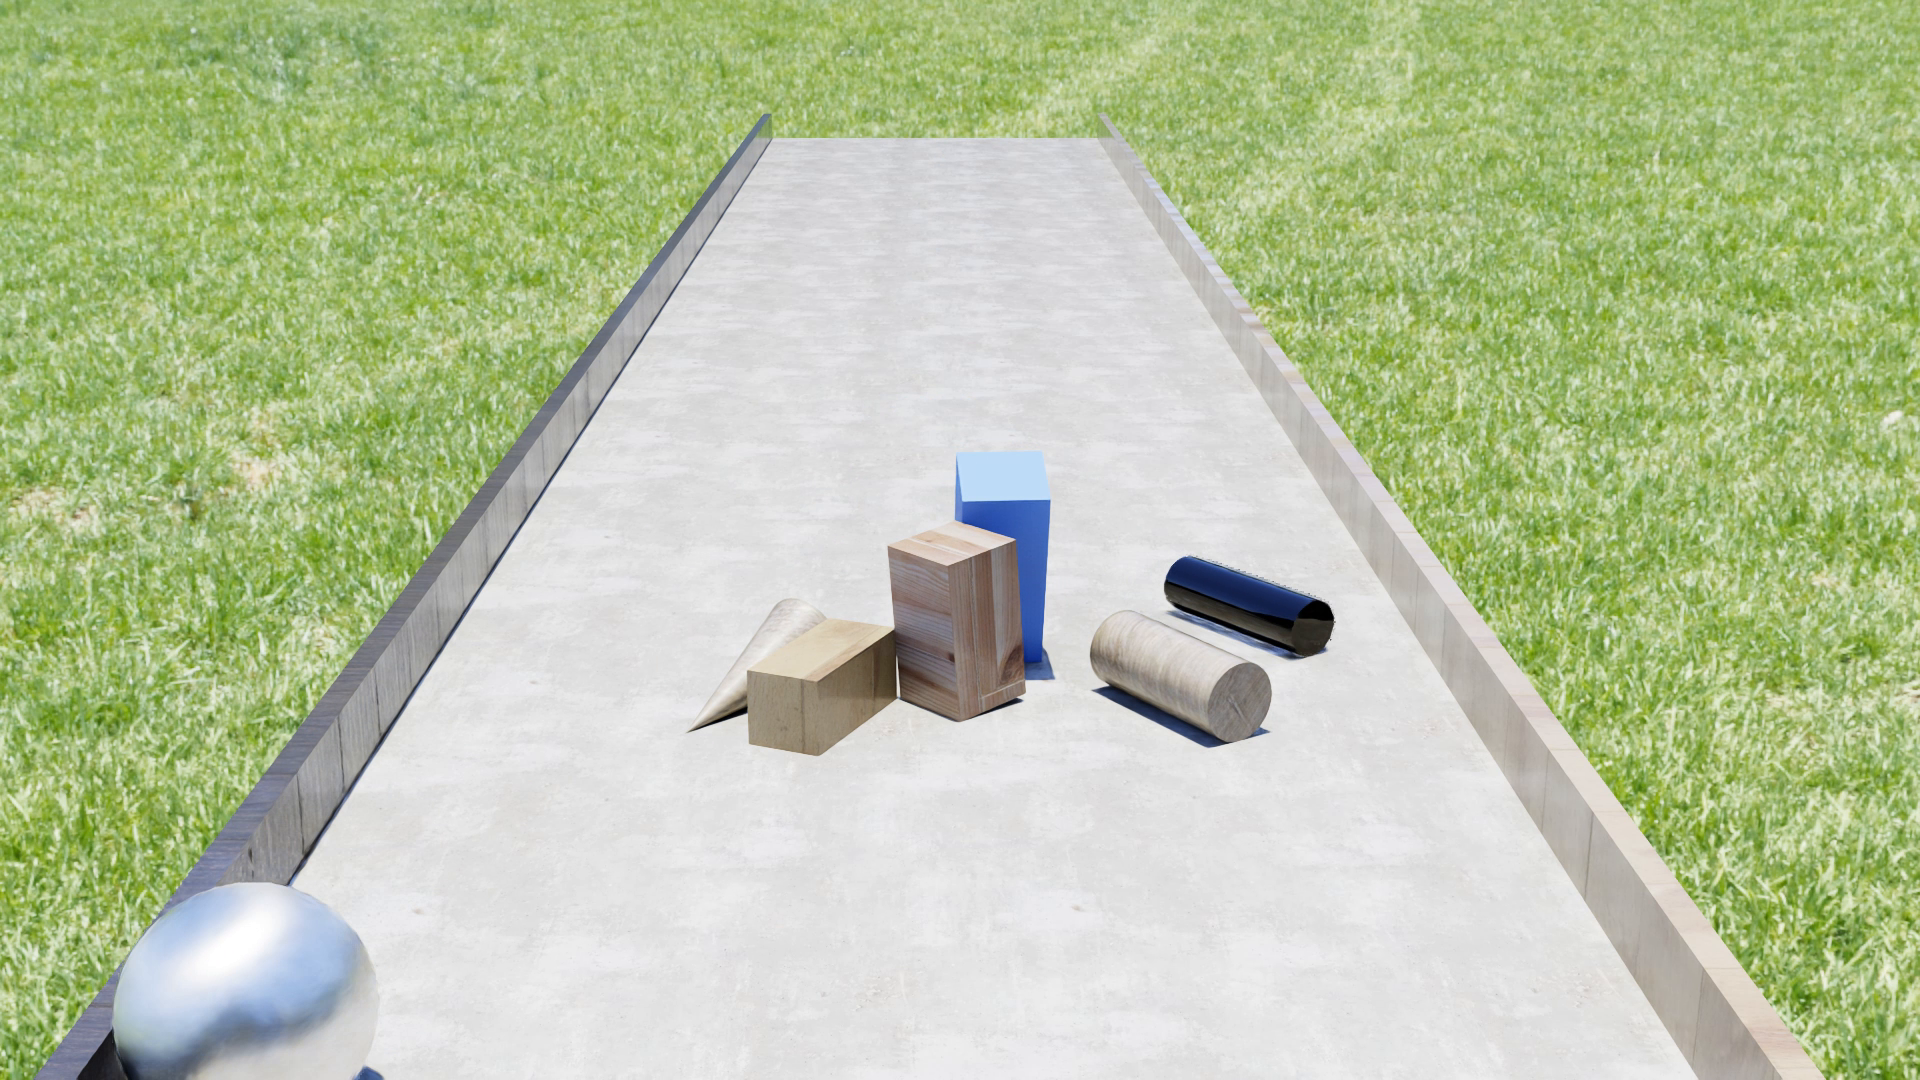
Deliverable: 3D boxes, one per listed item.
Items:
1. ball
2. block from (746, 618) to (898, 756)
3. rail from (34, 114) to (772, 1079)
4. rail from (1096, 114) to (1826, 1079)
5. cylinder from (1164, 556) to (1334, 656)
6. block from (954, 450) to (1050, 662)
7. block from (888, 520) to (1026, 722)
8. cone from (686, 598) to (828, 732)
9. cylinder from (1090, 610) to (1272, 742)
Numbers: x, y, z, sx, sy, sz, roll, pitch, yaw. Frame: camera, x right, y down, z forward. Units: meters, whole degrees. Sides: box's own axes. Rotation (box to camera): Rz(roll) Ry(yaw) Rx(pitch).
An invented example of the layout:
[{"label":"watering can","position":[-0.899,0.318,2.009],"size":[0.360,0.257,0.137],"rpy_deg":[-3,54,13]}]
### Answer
[{"label":"ball","position":[-0.881,0.581,2.721],"size":[0.314,0.314,0.314],"rpy_deg":[0,17,0]},{"label":"block","position":[-0.252,0.268,4.074],"size":[0.143,0.143,0.321],"rpy_deg":[7,18,23]},{"label":"rail","position":[-1.118,-0.838,7.780],"size":[0.050,0.150,12.000],"rpy_deg":[0,17,-1]},{"label":"rail","position":[0.932,-0.844,7.801],"size":[0.050,0.150,12.000],"rpy_deg":[0,17,-1]},{"label":"cylinder","position":[0.596,0.134,4.567],"size":[0.118,0.118,0.382],"rpy_deg":[-12,20,-35]},{"label":"block","position":[0.078,0.037,4.352],"size":[0.169,0.395,0.169],"rpy_deg":[-1,36,-4]},{"label":"block","position":[-0.005,0.151,4.145],"size":[0.171,0.312,0.171],"rpy_deg":[-20,26,-37]},{"label":"cone","position":[-0.404,0.272,4.166],"size":[0.169,0.169,0.376],"rpy_deg":[11,32,32]},{"label":"cylinder","position":[0.409,0.251,4.119],"size":[0.151,0.151,0.358],"rpy_deg":[-10,19,-31]}]
